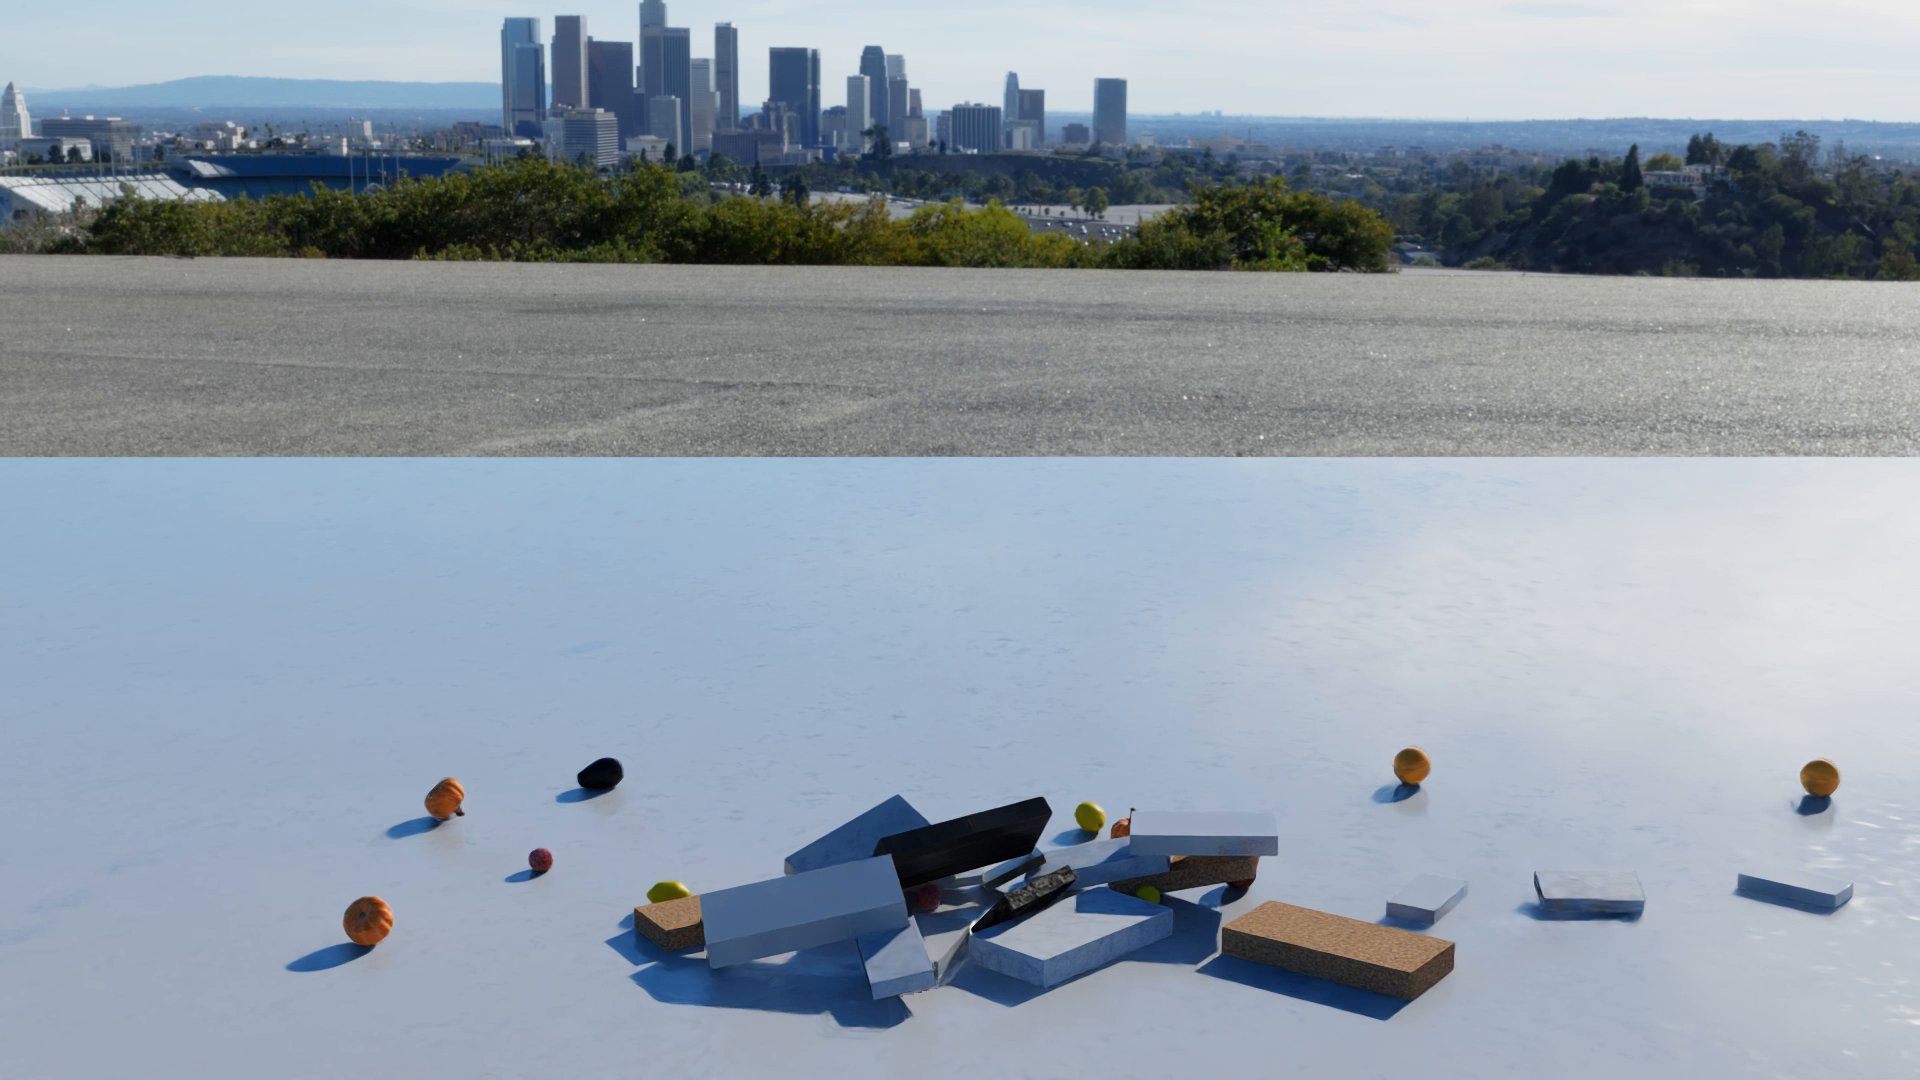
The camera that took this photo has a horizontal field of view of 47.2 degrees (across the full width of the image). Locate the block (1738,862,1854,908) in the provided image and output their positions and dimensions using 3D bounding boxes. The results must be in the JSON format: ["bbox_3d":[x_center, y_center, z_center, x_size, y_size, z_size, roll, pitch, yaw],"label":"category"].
[{"bbox_3d":[1.397,0.576,3.679,0.163,0.023,0.081,9,14,41],"label":"block"}]

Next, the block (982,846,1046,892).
[{"bbox_3d":[0.088,0.553,3.694,0.111,0.016,0.055,-26,9,-7],"label":"block"}]

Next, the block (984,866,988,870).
[{"bbox_3d":[0.025,0.553,3.828,0.055,0.016,0.111,2,11,12],"label":"block"}]

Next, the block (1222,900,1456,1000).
[{"bbox_3d":[0.577,0.624,3.365,0.316,0.043,0.153,8,13,36],"label":"block"}]

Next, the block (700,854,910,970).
[{"bbox_3d":[-0.242,0.570,3.387,0.306,0.043,0.153,-11,22,-6],"label":"block"}]

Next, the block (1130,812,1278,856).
[{"bbox_3d":[0.402,0.484,3.628,0.239,0.034,0.120,0,12,6],"label":"block"}]

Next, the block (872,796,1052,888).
[{"bbox_3d":[-0.004,0.500,3.594,0.309,0.122,0.034,-11,53,-29],"label":"block"}]

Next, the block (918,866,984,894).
[{"bbox_3d":[-0.015,0.568,3.692,0.111,0.016,0.055,-9,11,4],"label":"block"}]

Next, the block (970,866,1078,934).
[{"bbox_3d":[0.103,0.577,3.494,0.027,0.094,0.187,52,32,17],"label":"block"}]

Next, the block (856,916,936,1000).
[{"bbox_3d":[-0.098,0.622,3.282,0.094,0.027,0.187,-12,17,-7],"label":"block"}]

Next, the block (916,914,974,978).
[{"bbox_3d":[-0.049,0.627,3.399,0.094,0.027,0.187,3,11,17],"label":"block"}]

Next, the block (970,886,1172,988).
[{"bbox_3d":[0.175,0.614,3.420,0.153,0.043,0.306,10,14,43],"label":"block"}]

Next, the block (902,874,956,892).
[{"bbox_3d":[-0.093,0.563,3.678,0.168,0.024,0.084,-10,11,-2],"label":"block"}]

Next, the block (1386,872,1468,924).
[{"bbox_3d":[0.769,0.589,3.614,0.081,0.023,0.163,7,13,31],"label":"block"}]

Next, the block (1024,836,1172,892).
[{"bbox_3d":[0.234,0.540,3.679,0.239,0.034,0.120,-13,9,12],"label":"block"}]

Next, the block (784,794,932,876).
[{"bbox_3d":[-0.158,0.521,3.642,0.243,0.034,0.122,-27,50,-33],"label":"block"}]

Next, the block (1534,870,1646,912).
[{"bbox_3d":[1.034,0.577,3.617,0.163,0.023,0.081,1,26,4],"label":"block"}]

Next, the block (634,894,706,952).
[{"bbox_3d":[-0.384,0.600,3.520,0.243,0.034,0.121,-6,12,-31],"label":"block"}]

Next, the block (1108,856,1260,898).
[{"bbox_3d":[0.374,0.543,3.653,0.239,0.034,0.120,-12,10,16],"label":"block"}]
